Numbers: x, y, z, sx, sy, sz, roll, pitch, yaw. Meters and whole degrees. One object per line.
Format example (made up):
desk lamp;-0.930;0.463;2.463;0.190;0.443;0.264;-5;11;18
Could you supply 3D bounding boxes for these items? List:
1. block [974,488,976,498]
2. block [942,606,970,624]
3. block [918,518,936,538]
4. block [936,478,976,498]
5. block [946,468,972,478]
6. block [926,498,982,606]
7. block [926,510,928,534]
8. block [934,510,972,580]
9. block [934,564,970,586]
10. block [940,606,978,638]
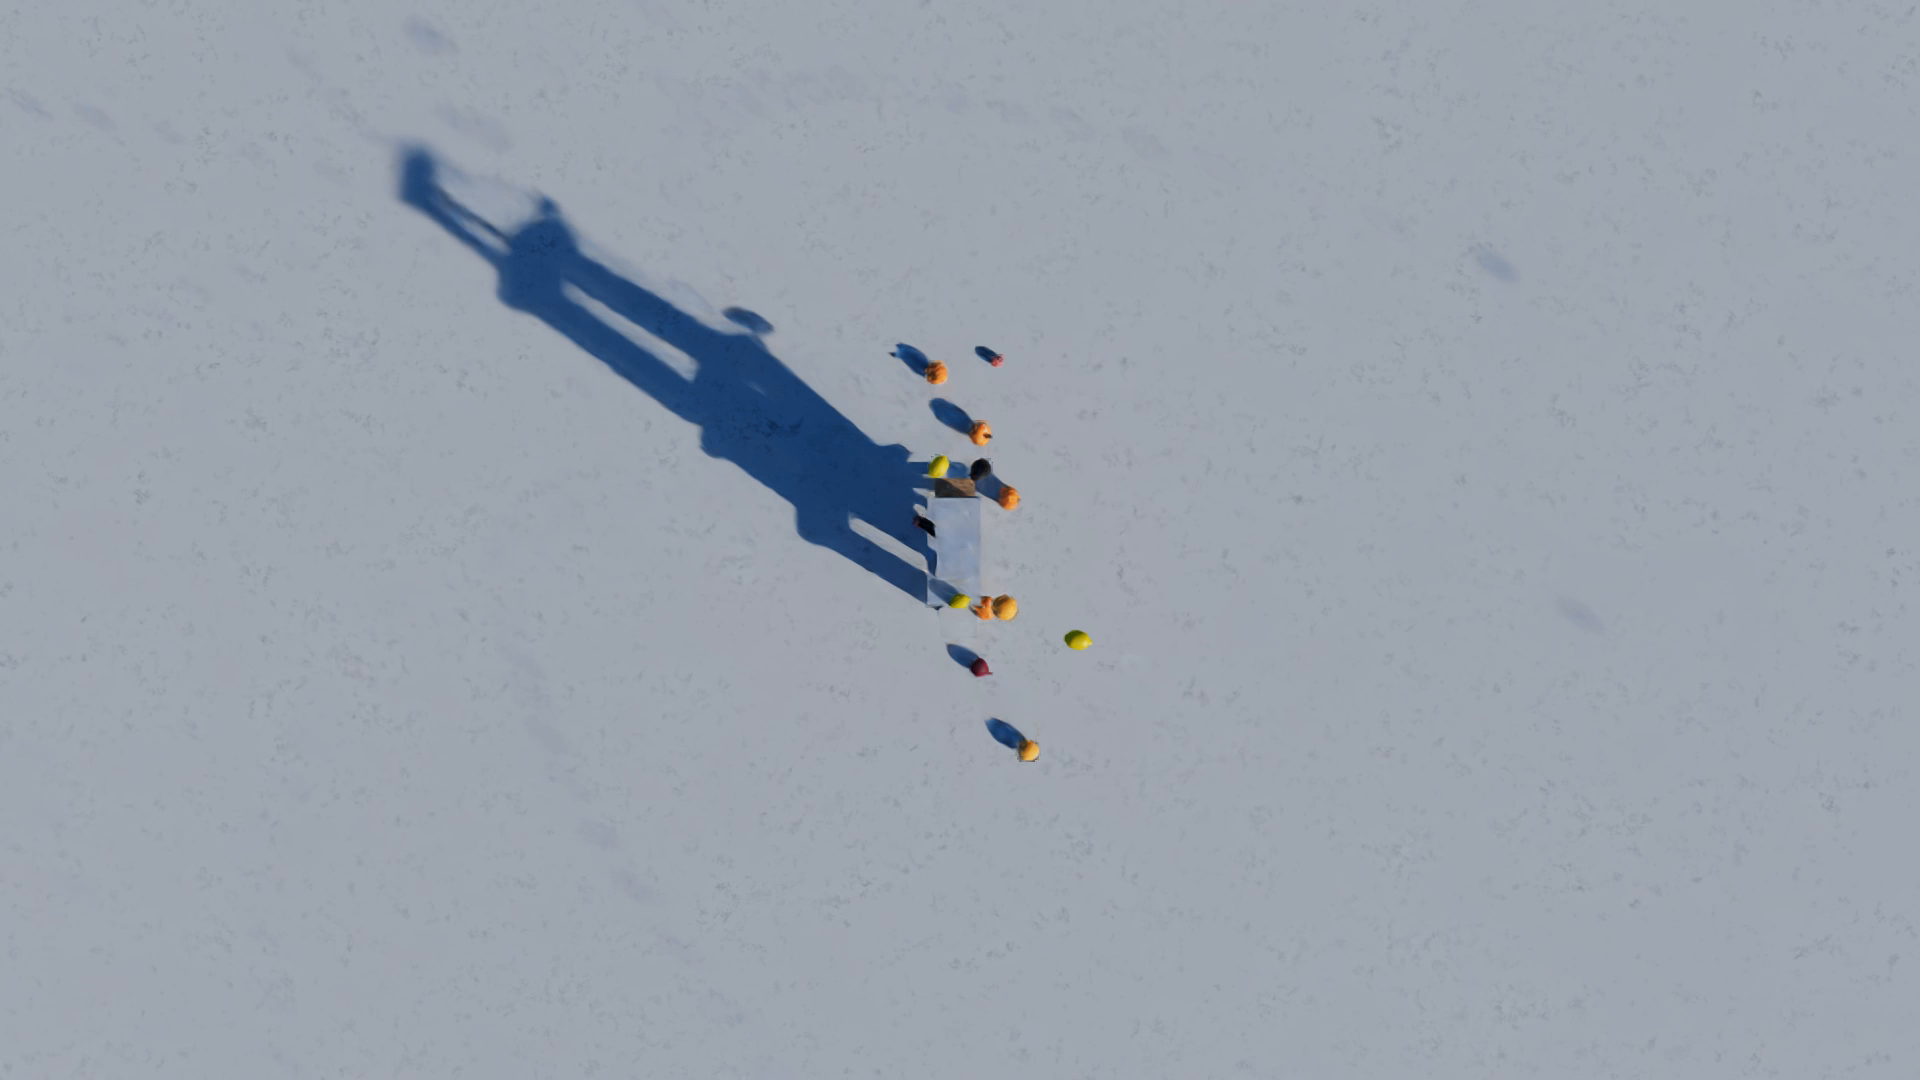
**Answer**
block;-0.009;-0.103;5.221;0.121;0.243;0.034;-6;71;0
block;-0.010;0.172;5.049;0.081;0.023;0.163;3;90;1
block;-0.062;-0.020;4.600;0.094;0.187;0.027;35;91;5
block;-0.017;-0.070;5.070;0.121;0.034;0.243;1;76;1
block;-0.006;-0.165;5.438;0.084;0.024;0.168;2;52;2
block;-0.016;0.033;4.710;0.153;0.043;0.306;-1;83;1
block;-0.021;-0.068;4.899;0.153;0.306;0.043;-2;100;1
block;-0.019;0.013;4.487;0.094;0.027;0.187;-4;83;1
block;-0.021;0.090;4.586;0.094;0.187;0.027;17;81;3
block;-0.004;0.189;5.241;0.120;0.034;0.239;0;90;0
